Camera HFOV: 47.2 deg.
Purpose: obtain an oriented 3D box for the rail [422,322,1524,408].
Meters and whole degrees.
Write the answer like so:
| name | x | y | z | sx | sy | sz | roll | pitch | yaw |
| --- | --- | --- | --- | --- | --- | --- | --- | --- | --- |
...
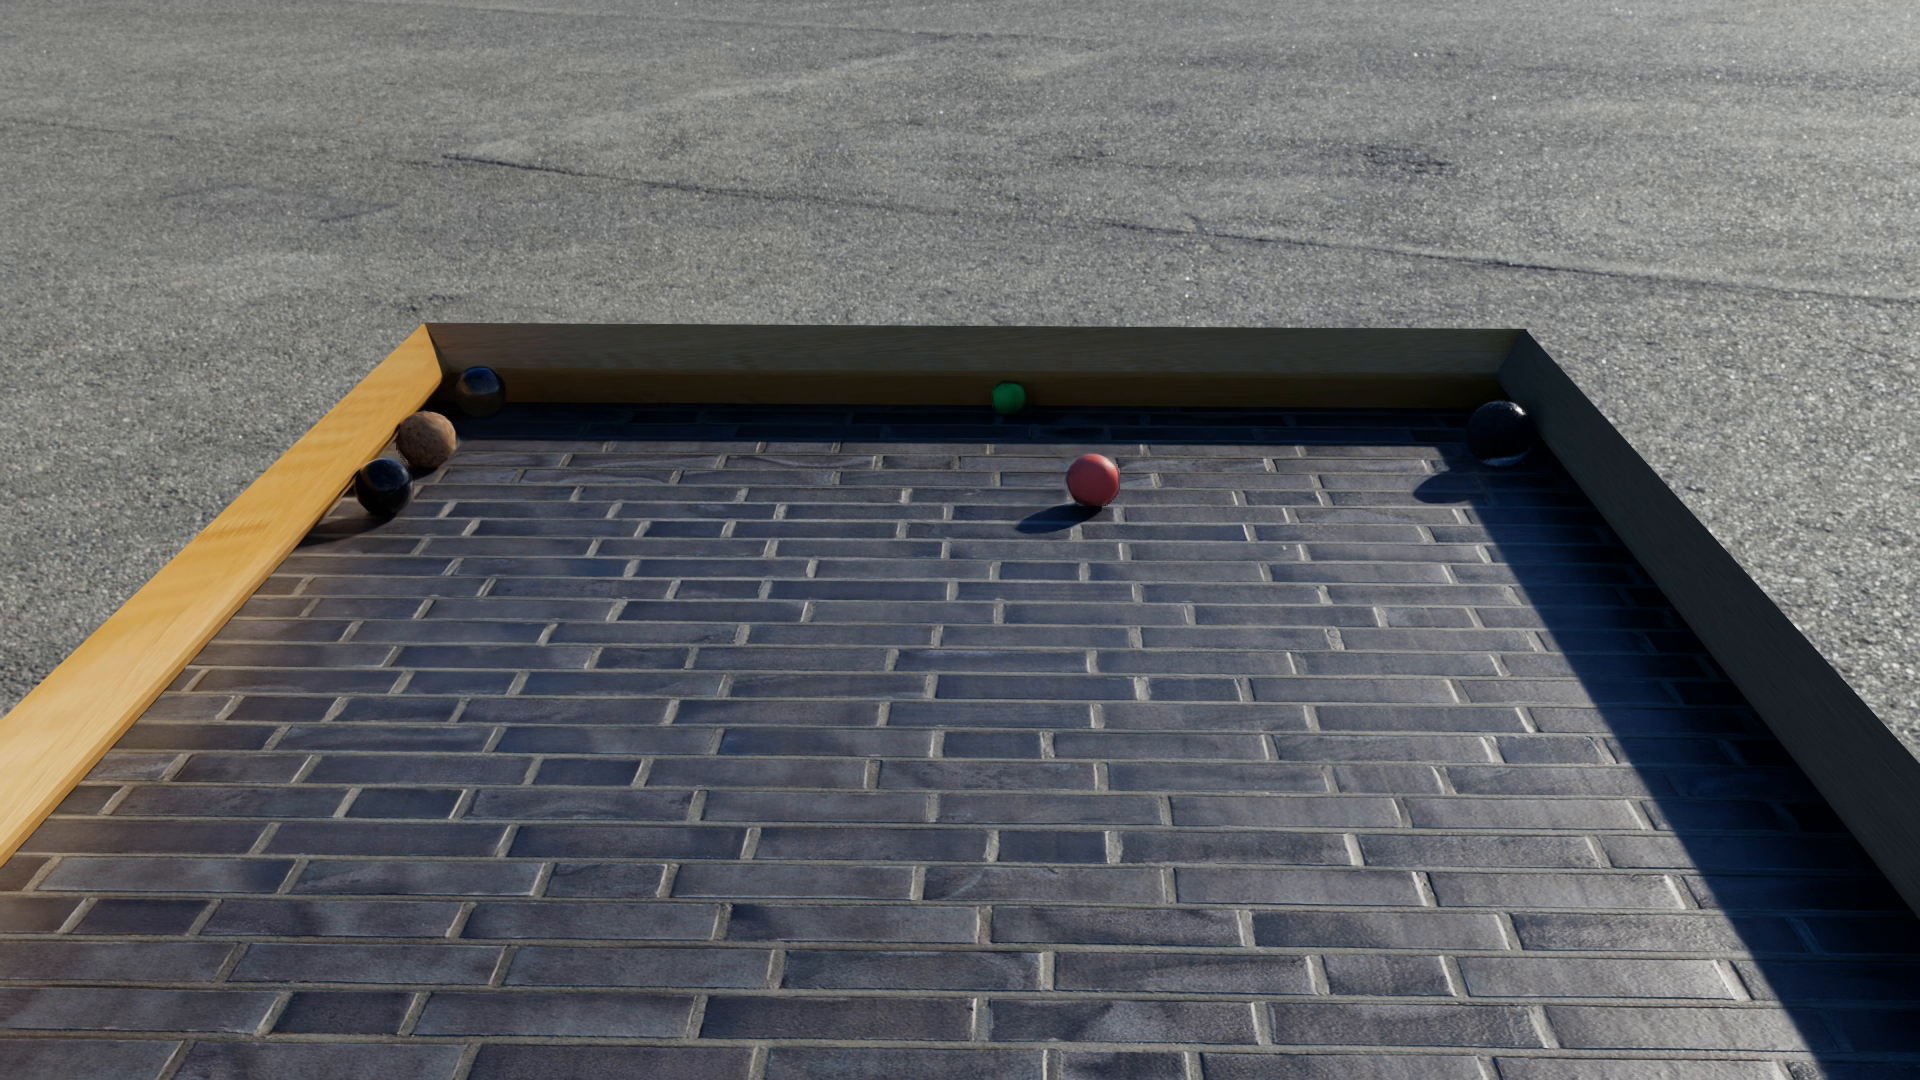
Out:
| name | x | y | z | sx | sy | sz | roll | pitch | yaw |
| --- | --- | --- | --- | --- | --- | --- | --- | --- | --- |
| rail | 0.015 | -0.237 | 3.055 | 1.536 | 0.112 | 0.045 | 0 | 19 | 1 |

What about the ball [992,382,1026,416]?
| name | x | y | z | sx | sy | sz | roll | pitch | yaw |
| --- | --- | --- | --- | --- | --- | --- | --- | --- | --- |
| ball | 0.068 | -0.195 | 3.039 | 0.046 | 0.046 | 0.046 | 0 | 19 | 0 |

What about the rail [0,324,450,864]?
| name | x | y | z | sx | sy | sz | roll | pitch | yaw |
| --- | --- | --- | --- | --- | --- | --- | --- | --- | --- |
| rail | -0.760 | 0.195 | 1.826 | 0.045 | 0.112 | 2.688 | 0 | 19 | 1 |

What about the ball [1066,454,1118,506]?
| name | x | y | z | sx | sy | sz | roll | pitch | yaw |
| --- | --- | --- | --- | --- | --- | --- | --- | --- | --- |
| ball | 0.160 | -0.073 | 2.665 | 0.063 | 0.063 | 0.063 | 0 | 19 | 0 |

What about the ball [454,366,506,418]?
| name | x | y | z | sx | sy | sz | roll | pitch | yaw |
| --- | --- | --- | --- | --- | --- | --- | --- | --- | --- |
| ball | -0.662 | -0.204 | 3.028 | 0.071 | 0.071 | 0.071 | 0 | 19 | 0 |

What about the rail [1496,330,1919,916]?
| name | x | y | z | sx | sy | sz | roll | pitch | yaw |
| --- | --- | --- | --- | --- | --- | --- | --- | --- | --- |
| rail | 0.728 | 0.206 | 1.793 | 0.045 | 0.112 | 2.688 | 0 | 19 | 1 |

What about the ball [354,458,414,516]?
| name | x | y | z | sx | sy | sz | roll | pitch | yaw |
| --- | --- | --- | --- | --- | --- | --- | --- | --- | --- |
| ball | -0.689 | -0.063 | 2.629 | 0.069 | 0.069 | 0.069 | 0 | 19 | 0 |

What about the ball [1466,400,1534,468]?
| name | x | y | z | sx | sy | sz | roll | pitch | yaw |
| --- | --- | --- | --- | --- | --- | --- | --- | --- | --- |
| ball | 0.689 | -0.135 | 2.806 | 0.086 | 0.086 | 0.086 | 0 | 19 | 0 |

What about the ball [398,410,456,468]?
| name | x | y | z | sx | sy | sz | roll | pitch | yaw |
| --- | --- | --- | --- | --- | --- | --- | --- | --- | --- |
| ball | -0.680 | -0.128 | 2.808 | 0.074 | 0.074 | 0.074 | 0 | 19 | 0 |
